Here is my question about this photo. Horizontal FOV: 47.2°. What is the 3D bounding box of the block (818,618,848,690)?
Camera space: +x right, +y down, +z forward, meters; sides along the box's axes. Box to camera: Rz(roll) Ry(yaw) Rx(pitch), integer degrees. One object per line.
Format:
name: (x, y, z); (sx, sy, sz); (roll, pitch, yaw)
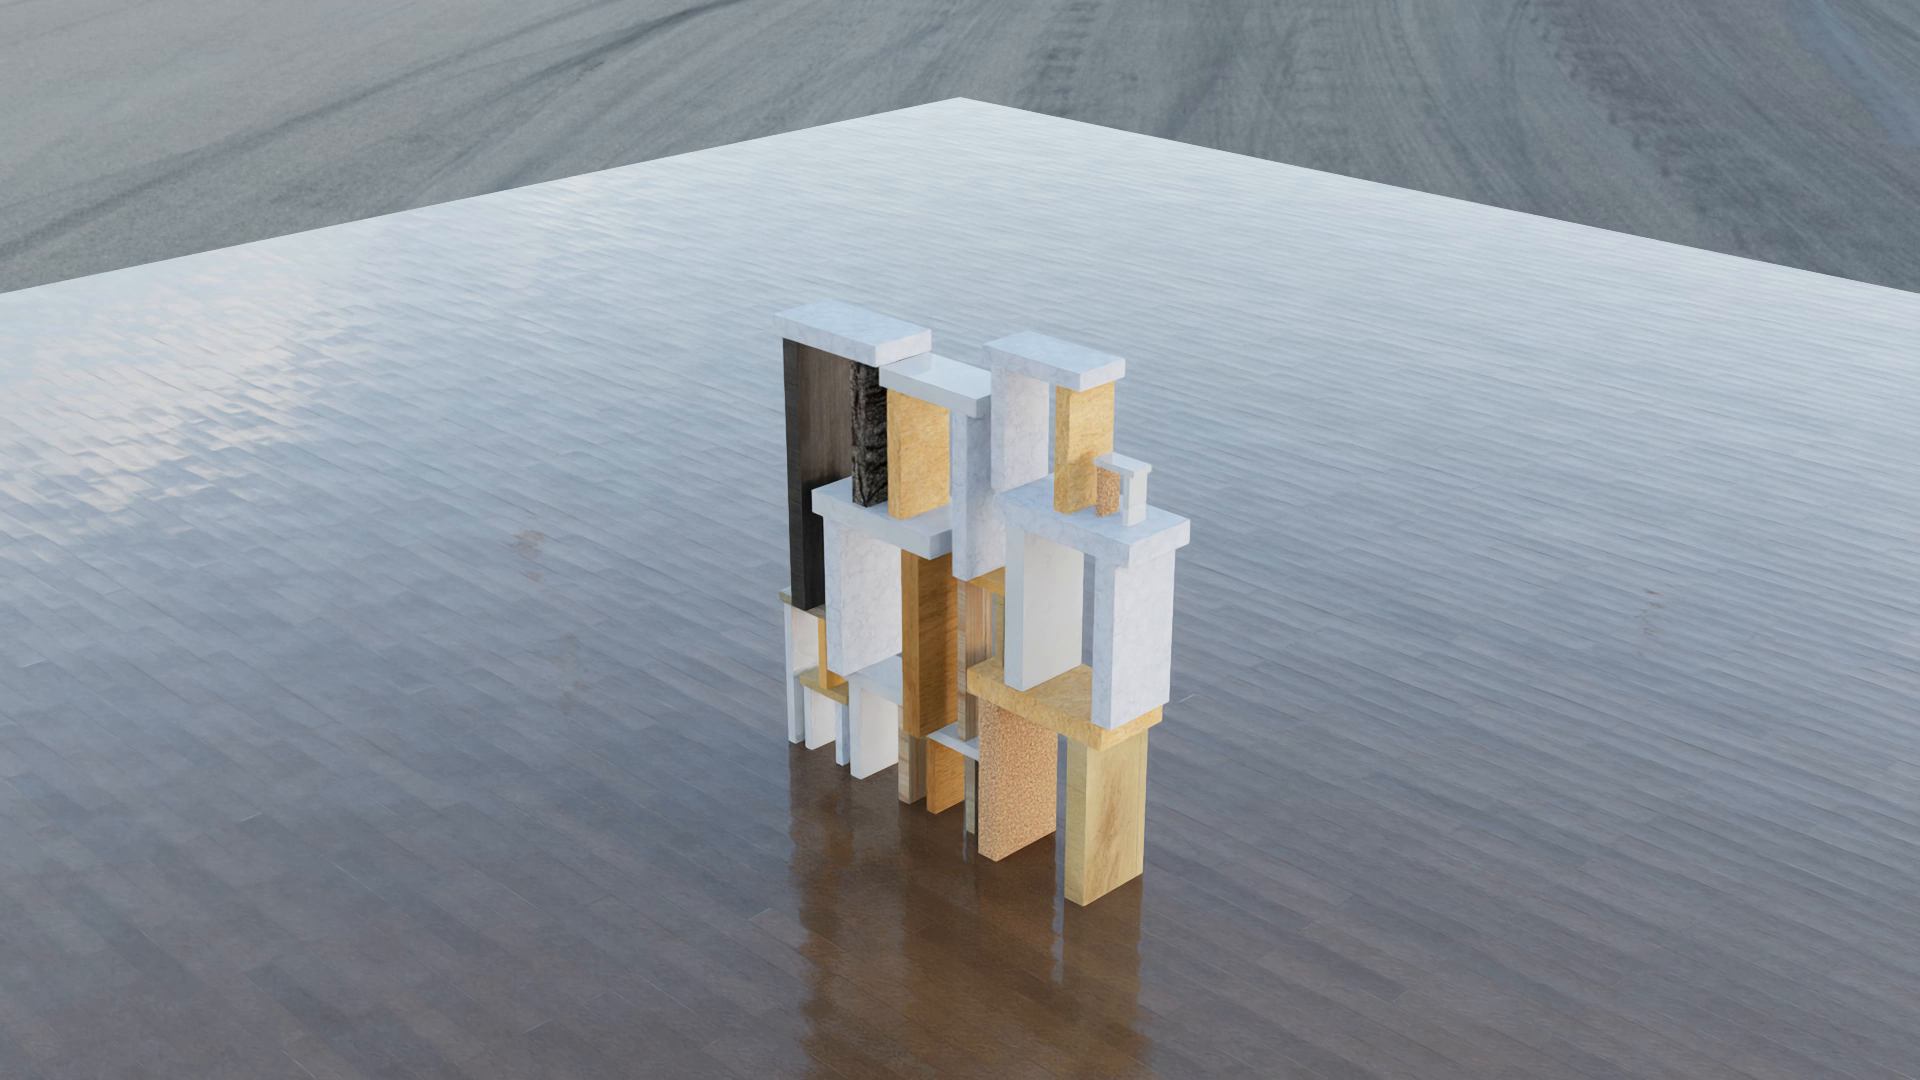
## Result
block: (-0.258, 0.226, 4.595); (0.023, 0.159, 0.080); (21, 31, 40)

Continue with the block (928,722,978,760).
block: (0.010, 0.389, 4.380); (0.169, 0.024, 0.085); (21, 31, 41)

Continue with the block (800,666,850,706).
block: (-0.263, 0.305, 4.640); (0.147, 0.021, 0.073); (21, 31, 41)

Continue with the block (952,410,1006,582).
block: (0.044, -0.098, 4.129); (0.037, 0.332, 0.129); (21, 31, 40)

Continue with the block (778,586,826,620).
block: (-0.295, 0.128, 4.594); (0.159, 0.023, 0.080); (21, 31, 40)

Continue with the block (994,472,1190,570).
block: (0.235, -0.038, 3.954); (0.163, 0.046, 0.327); (-21, 31, -41)

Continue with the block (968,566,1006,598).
block: (0.064, 0.069, 4.189); (0.149, 0.021, 0.075); (21, 31, 40)

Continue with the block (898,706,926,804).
block: (-0.076, 0.420, 4.492); (0.109, 0.218, 0.031); (-21, 31, -41)

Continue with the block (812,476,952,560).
block: (-0.116, -0.054, 4.323); (0.169, 0.048, 0.338); (-21, 31, -40)

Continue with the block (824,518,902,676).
block: (-0.195, 0.092, 4.473); (0.169, 0.338, 0.048); (-21, 31, -40)

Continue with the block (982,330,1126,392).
block: (0.165, -0.320, 3.913); (0.236, 0.033, 0.118); (21, 31, 41)

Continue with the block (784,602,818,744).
block: (-0.333, 0.274, 4.697); (0.023, 0.327, 0.080); (21, 31, 41)

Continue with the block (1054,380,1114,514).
block: (0.221, -0.174, 3.914); (0.118, 0.236, 0.033); (-21, 31, -41)

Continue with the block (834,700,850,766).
block: (-0.229, 0.396, 4.641); (0.021, 0.147, 0.073); (21, 31, 41)

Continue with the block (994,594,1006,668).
block: (0.100, 0.161, 4.190); (0.021, 0.149, 0.075); (21, 31, 41)

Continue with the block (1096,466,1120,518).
block: (0.263, -0.091, 3.902); (0.047, 0.094, 0.013); (-21, 31, -41)

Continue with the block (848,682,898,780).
block: (-0.179, 0.380, 4.587); (0.109, 0.218, 0.031); (-21, 31, -41)

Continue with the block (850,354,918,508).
block: (-0.143, -0.224, 4.286); (0.147, 0.294, 0.042); (-21, 31, -40)

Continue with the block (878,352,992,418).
block: (-0.016, -0.291, 4.113); (0.129, 0.037, 0.258); (-21, 31, -41)

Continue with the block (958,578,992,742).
block: (0.029, 0.225, 4.293); (0.021, 0.347, 0.075); (21, 31, 41)

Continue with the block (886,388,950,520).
block: (-0.079, -0.179, 4.226); (0.129, 0.258, 0.037); (-21, 31, -40)

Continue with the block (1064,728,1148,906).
block: (0.275, 0.502, 4.140); (0.048, 0.342, 0.171); (21, 31, 41)

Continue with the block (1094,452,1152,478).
block: (0.285, -0.132, 3.861); (0.094, 0.013, 0.047); (21, 31, 41)

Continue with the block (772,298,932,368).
block: (-0.212, -0.405, 4.283); (0.294, 0.042, 0.147); (21, 31, 40)

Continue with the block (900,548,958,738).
block: (-0.036, 0.181, 4.336); (0.169, 0.394, 0.048); (-21, 31, -40)

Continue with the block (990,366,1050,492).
block: (0.110, -0.217, 4.016); (0.118, 0.236, 0.033); (-21, 31, -41)

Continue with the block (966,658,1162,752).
block: (0.195, 0.291, 4.138); (0.342, 0.048, 0.171); (21, 31, 41)

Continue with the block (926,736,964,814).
block: (-0.029, 0.462, 4.455); (0.024, 0.169, 0.085); (21, 31, 41)

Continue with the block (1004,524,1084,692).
block: (0.157, 0.104, 4.098); (0.046, 0.327, 0.163); (21, 31, 41)

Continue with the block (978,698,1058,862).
block: (0.114, 0.439, 4.288); (0.048, 0.342, 0.171); (21, 31, 41)

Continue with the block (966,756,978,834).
block: (0.051, 0.493, 4.381); (0.024, 0.169, 0.085); (21, 31, 41)

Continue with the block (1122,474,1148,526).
block: (0.307, -0.074, 3.861); (0.047, 0.094, 0.013); (-21, 31, -41)

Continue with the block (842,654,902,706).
block: (-0.128, 0.286, 4.491); (0.109, 0.031, 0.218); (-21, 31, -40)

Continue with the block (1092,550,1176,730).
block: (0.312, 0.164, 3.957); (0.046, 0.327, 0.163); (21, 31, 41)

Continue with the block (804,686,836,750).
block: (-0.298, 0.369, 4.704); (0.021, 0.147, 0.073); (21, 31, 41)

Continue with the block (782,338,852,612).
block: (-0.282, -0.146, 4.468); (0.042, 0.580, 0.147); (21, 31, 40)
